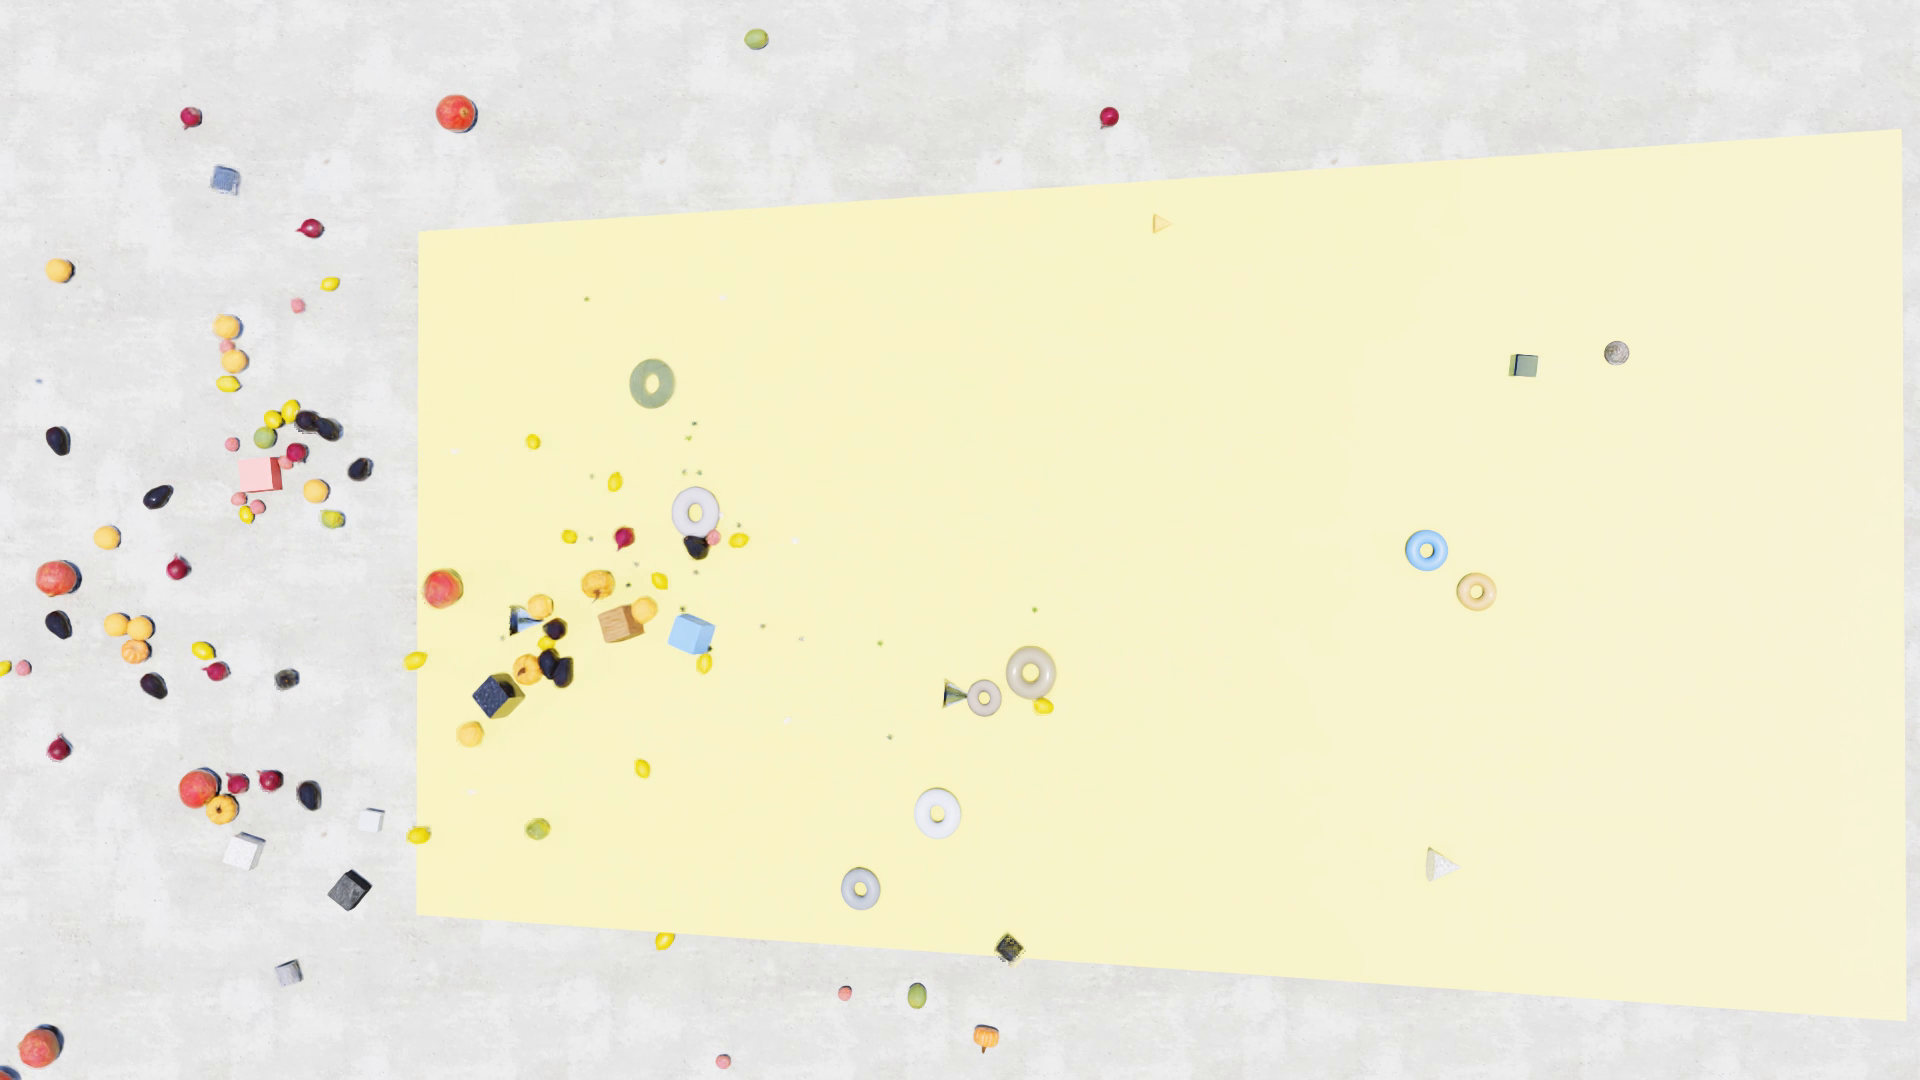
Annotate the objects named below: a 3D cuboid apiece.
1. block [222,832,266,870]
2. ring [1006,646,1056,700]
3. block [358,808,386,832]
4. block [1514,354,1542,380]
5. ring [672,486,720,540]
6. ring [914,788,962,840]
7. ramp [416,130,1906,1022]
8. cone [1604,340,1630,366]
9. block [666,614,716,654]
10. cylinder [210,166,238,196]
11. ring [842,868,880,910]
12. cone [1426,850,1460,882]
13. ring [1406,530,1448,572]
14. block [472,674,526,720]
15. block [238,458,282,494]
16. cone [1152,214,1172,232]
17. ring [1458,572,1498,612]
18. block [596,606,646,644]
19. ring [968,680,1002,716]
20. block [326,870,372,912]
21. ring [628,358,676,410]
[{"bbox_3d":[-2.109,0.919,6.481,0.080,0.080,0.080,20,89,0],"label":"block"},{"bbox_3d":[0.183,0.345,5.689,0.140,0.047,0.140,-1,88,23],"label":"ring"},{"bbox_3d":[-1.738,0.829,6.493,0.057,0.057,0.057,11,89,0],"label":"block"},{"bbox_3d":[1.348,-0.412,5.221,0.052,0.052,0.052,7,92,22],"label":"block"},{"bbox_3d":[-0.730,-0.075,6.065,0.146,0.049,0.146,0,90,21],"label":"ring"},{"bbox_3d":[-0.059,0.720,5.784,0.134,0.045,0.134,-1,88,23],"label":"ring"},{"bbox_3d":[0.283,0.086,5.730,4.000,0.100,2.000,0,89,22],"label":"ramp"},{"bbox_3d":[1.533,-0.439,5.142,0.059,0.059,0.059,0,89,22],"label":"cone"},{"bbox_3d":[-0.737,0.260,6.044,0.084,0.084,0.084,22,98,21],"label":"block"},{"bbox_3d":[-2.176,-1.063,6.507,0.070,0.070,0.070,9,83,0],"label":"cylinder"},{"bbox_3d":[-0.265,0.933,5.869,0.114,0.038,0.114,0,90,21],"label":"ring"},{"bbox_3d":[1.169,0.786,5.288,0.078,0.078,0.078,4,89,-4],"label":"cone"},{"bbox_3d":[1.129,0.026,5.315,0.102,0.034,0.102,0,90,22],"label":"ring"},{"bbox_3d":[-1.315,0.446,6.274,0.090,0.090,0.090,-46,74,15],"label":"block"},{"bbox_3d":[-2.064,-0.191,6.488,0.094,0.094,0.094,-6,89,0],"label":"block"},{"bbox_3d":[0.517,-0.803,5.580,0.050,0.050,0.050,0,89,-5],"label":"cone"},{"bbox_3d":[1.240,0.125,5.270,0.094,0.031,0.094,-1,88,23],"label":"ring"},{"bbox_3d":[-0.944,0.235,6.129,0.084,0.084,0.084,-20,82,21],"label":"block"},{"bbox_3d":[0.064,0.414,5.744,0.097,0.032,0.097,-1,88,23],"label":"ring"},{"bbox_3d":[-1.799,1.034,6.479,0.080,0.080,0.080,39,89,0],"label":"block"},{"bbox_3d":[-0.857,-0.435,6.121,0.145,0.048,0.145,-1,89,24],"label":"ring"}]
